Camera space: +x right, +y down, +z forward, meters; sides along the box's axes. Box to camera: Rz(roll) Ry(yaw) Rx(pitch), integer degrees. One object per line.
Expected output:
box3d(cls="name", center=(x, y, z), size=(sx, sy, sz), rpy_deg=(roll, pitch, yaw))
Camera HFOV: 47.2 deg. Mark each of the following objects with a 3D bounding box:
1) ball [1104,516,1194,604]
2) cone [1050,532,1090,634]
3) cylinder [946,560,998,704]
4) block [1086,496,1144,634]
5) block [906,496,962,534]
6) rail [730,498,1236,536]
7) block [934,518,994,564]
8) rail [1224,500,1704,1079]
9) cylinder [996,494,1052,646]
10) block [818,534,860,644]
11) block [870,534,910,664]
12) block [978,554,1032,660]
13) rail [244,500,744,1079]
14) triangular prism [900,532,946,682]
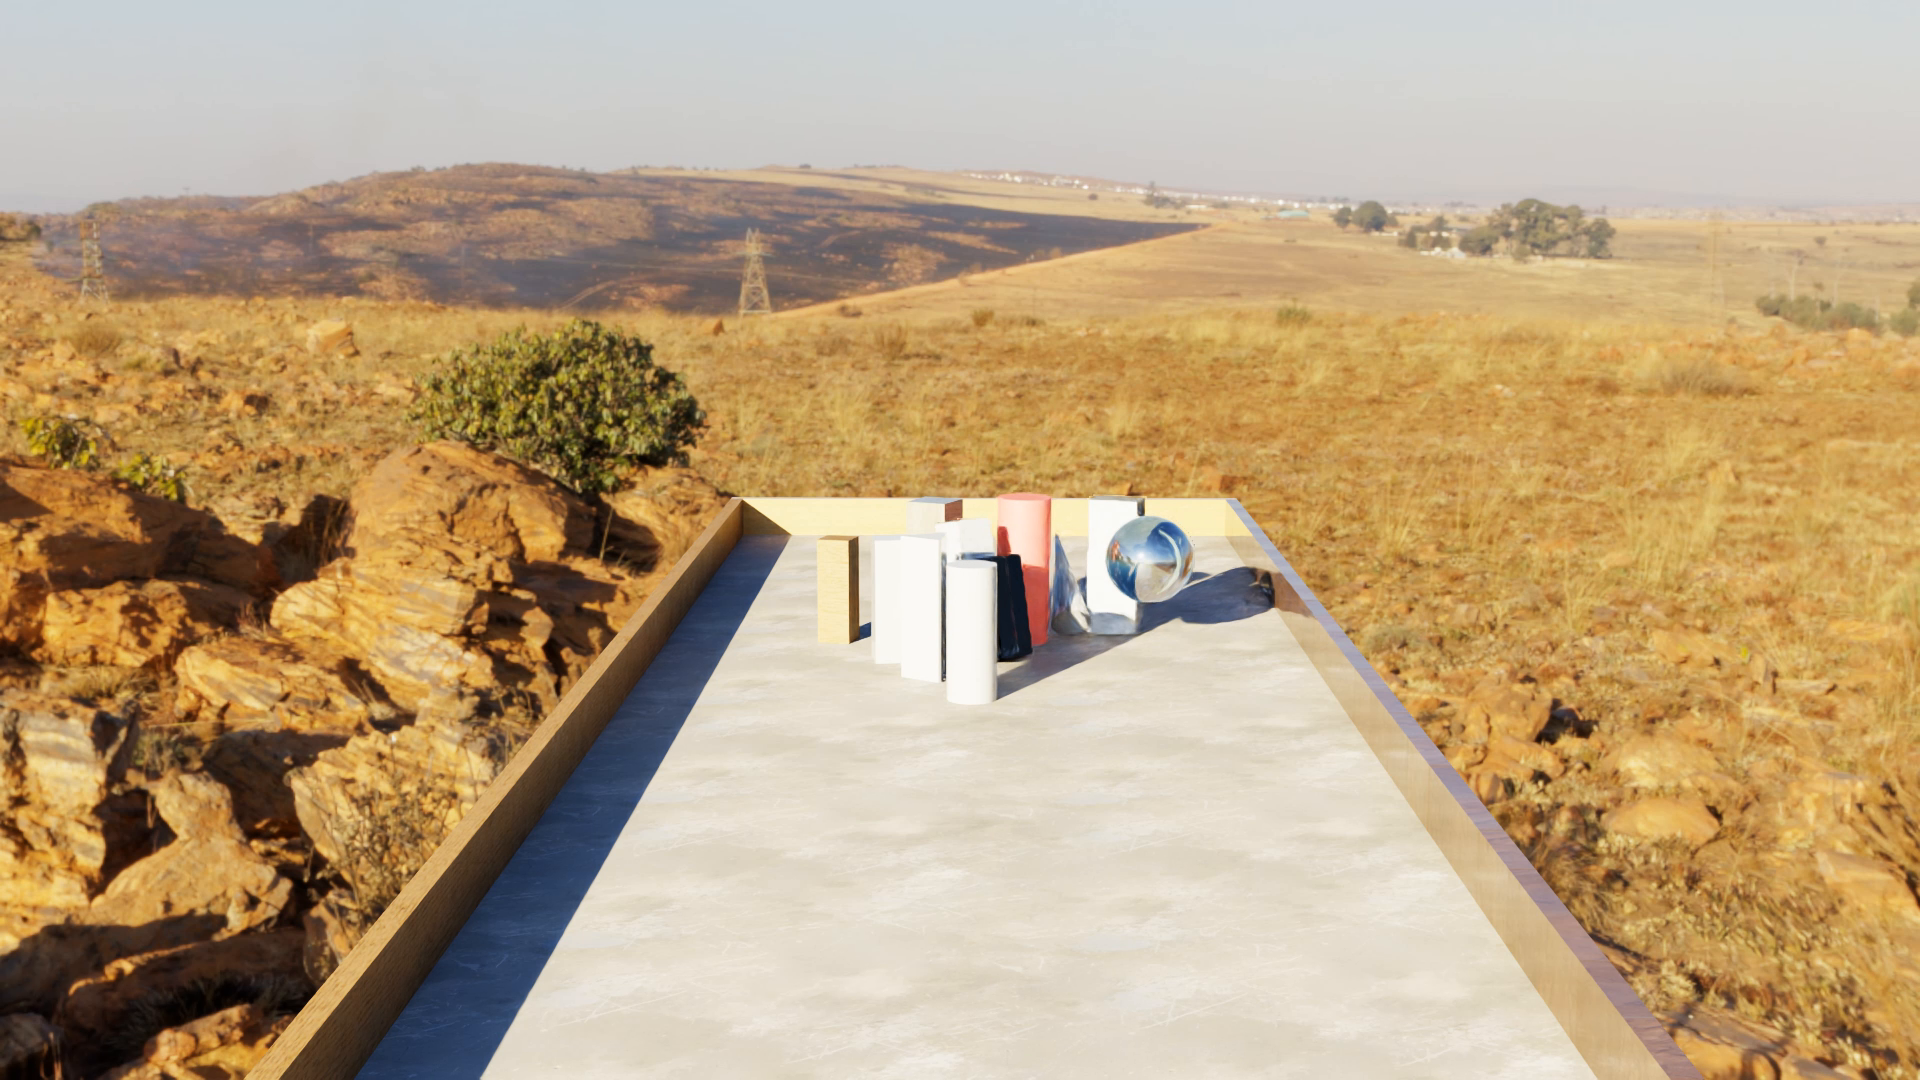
box3d(cls="ball", center=(0.592, 0.061, 6.870), size=(0.277, 0.277, 0.277), rpy_deg=(0, 9, 0))
box3d(cls="cone", center=(0.335, 0.116, 7.139), size=(0.131, 0.131, 0.383), rpy_deg=(-1, 51, -7))
box3d(cls="cylinder", center=(0.033, 0.257, 6.160), size=(0.142, 0.383, 0.142), rpy_deg=(0, 9, 0))
box3d(cls="block", center=(0.503, 0.081, 7.108), size=(0.155, 0.428, 0.155), rpy_deg=(2, 6, 14))
box3d(cls="block", center=(-0.079, 0.097, 6.958), size=(0.132, 0.450, 0.132), rpy_deg=(4, 10, 26))
box3d(cls="rail", center=(0.099, -0.098, 9.147), size=(2.100, 0.150, 0.050), rpy_deg=(0, 9, 1))
box3d(cls="block", center=(0.033, 0.143, 6.768), size=(0.123, 0.402, 0.123), rpy_deg=(-6, -2, -35))
box3d(cls="rail", center=(1.046, 0.843, 3.208), size=(0.050, 0.150, 12.000), rpy_deg=(0, 9, 1))
box3d(cls="cylinder", center=(0.199, 0.091, 6.955), size=(0.170, 0.459, 0.170), rpy_deg=(1, 9, 0))
box3d(cls="block", center=(-0.385, 0.156, 6.973), size=(0.103, 0.329, 0.103), rpy_deg=(3, 9, 16))
box3d(cls="block", center=(-0.206, 0.178, 6.686), size=(0.116, 0.376, 0.116), rpy_deg=(-1, 9, -8))
box3d(cls="block", center=(0.122, 0.205, 6.678), size=(0.115, 0.307, 0.115), rpy_deg=(-6, -2, -36))
box3d(cls="rail", center=(-1.004, 0.839, 3.234), size=(0.050, 0.150, 12.000), rpy_deg=(0, 9, 1))
box3d(cls="triangular prism", center=(-0.079, 0.193, 6.451), size=(0.143, 0.419, 0.124), rpy_deg=(7, 11, 36))
